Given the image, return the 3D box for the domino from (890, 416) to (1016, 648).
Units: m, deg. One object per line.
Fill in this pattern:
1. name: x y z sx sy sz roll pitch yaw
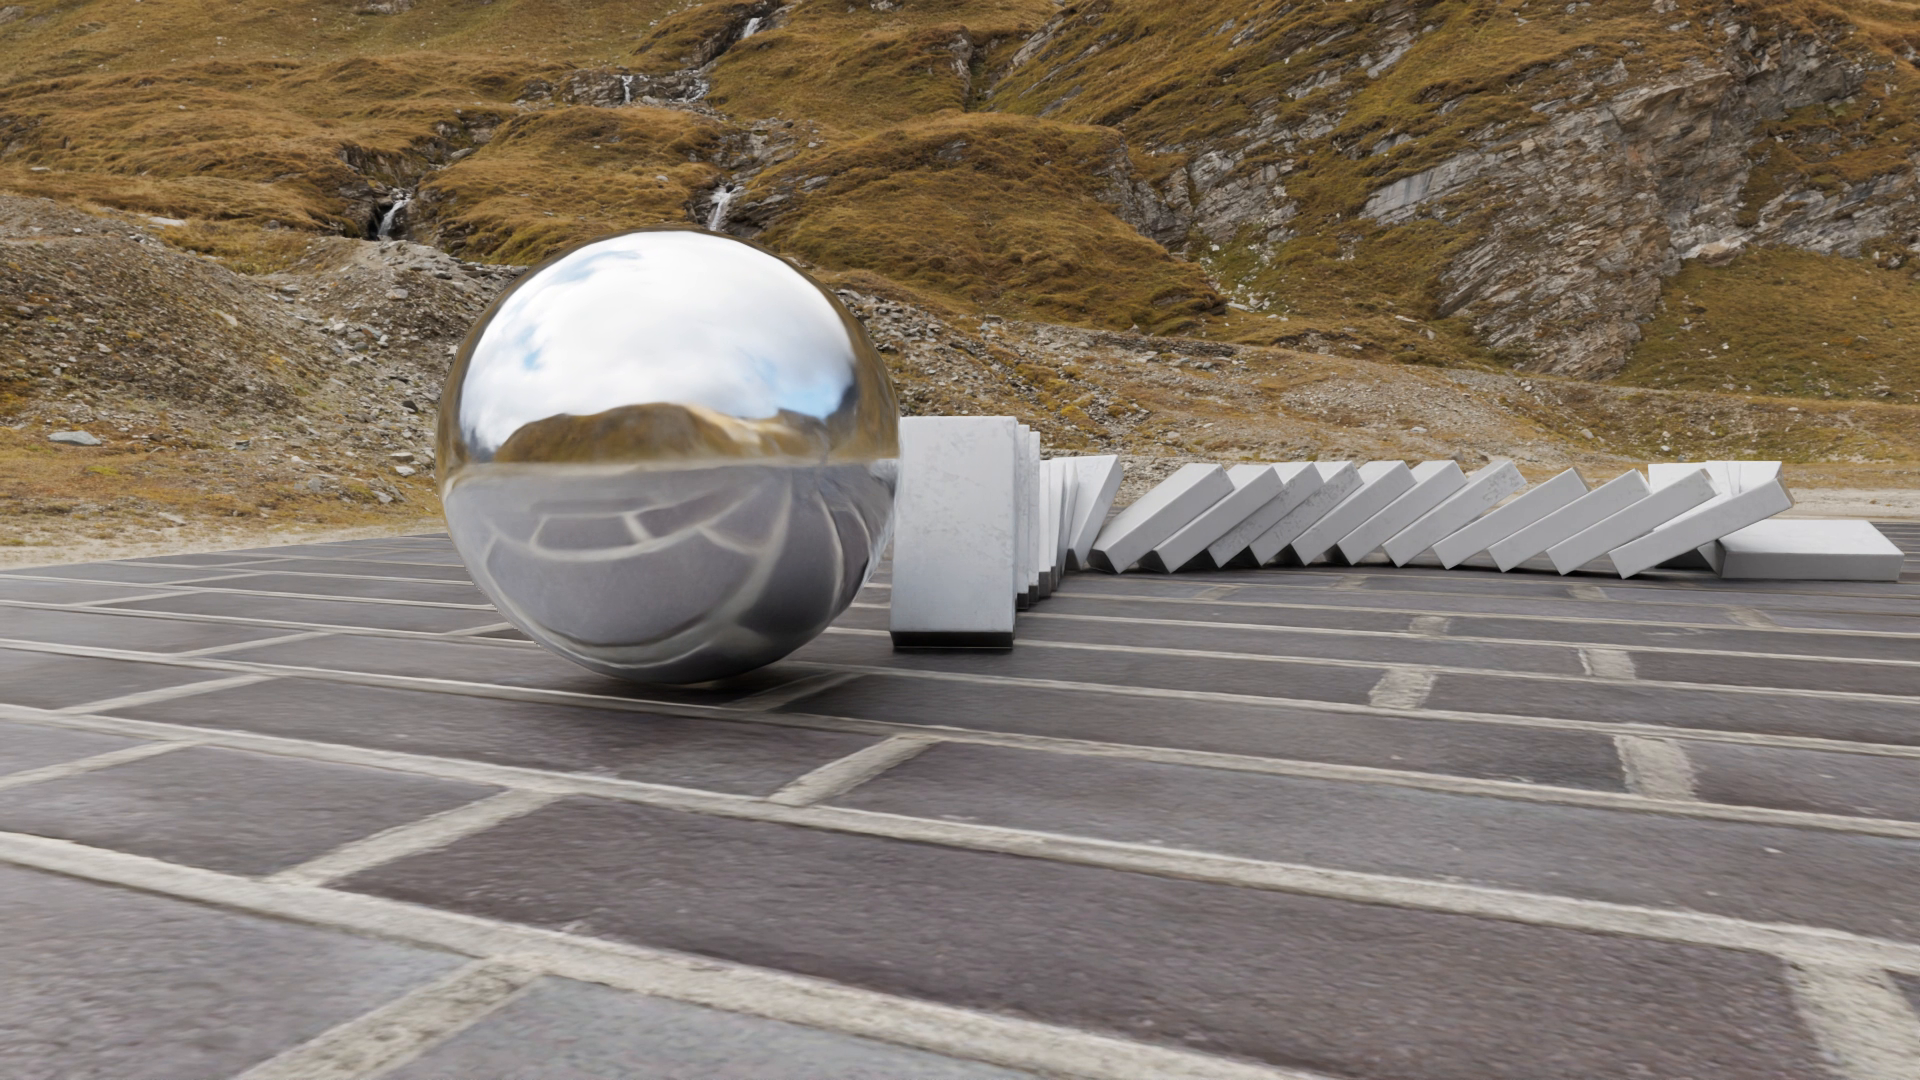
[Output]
1. domino: -0.001 -0.002 0.274 0.025 0.050 0.009 0 -24 3

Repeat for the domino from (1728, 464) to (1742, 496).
1. domino: 0.267 -0.010 0.464 0.025 0.009 0.050 3 38 32

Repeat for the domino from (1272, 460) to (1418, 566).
1. domino: 0.134 -0.010 0.454 0.050 0.009 0.025 -35 8 -7

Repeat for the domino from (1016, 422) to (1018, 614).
1. domino: 0.002 -0.006 0.328 0.025 0.050 0.009 0 -25 3

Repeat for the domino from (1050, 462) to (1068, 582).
1. domino: 0.020 -0.006 0.405 0.025 0.009 0.050 -1 39 9

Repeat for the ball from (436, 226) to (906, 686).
1. ball: -0.050 -0.015 0.227 0.080 0.080 0.080 0 4 0

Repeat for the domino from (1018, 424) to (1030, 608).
1. domino: 0.006 -0.007 0.340 0.025 0.050 0.009 0 -27 3

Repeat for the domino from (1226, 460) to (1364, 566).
1. domino: 0.115 -0.010 0.453 0.050 0.010 0.025 -36 13 -14

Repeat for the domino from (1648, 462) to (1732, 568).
1. domino: 0.257 -0.009 0.450 0.025 0.009 0.050 -1 36 25

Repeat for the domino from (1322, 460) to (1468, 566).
1. domino: 0.152 -0.010 0.455 0.050 0.009 0.025 -35 4 -1

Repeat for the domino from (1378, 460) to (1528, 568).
1. domino: 0.170 -0.009 0.447 0.050 0.009 0.025 -36 -4 12

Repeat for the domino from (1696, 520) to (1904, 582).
1. domino: 0.266 0.003 0.409 0.050 0.009 0.025 1 26 10

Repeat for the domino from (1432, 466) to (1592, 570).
1. domino: 0.186 -0.007 0.433 0.050 0.009 0.025 -34 -12 26

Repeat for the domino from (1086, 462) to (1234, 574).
1. domino: 0.066 -0.008 0.433 0.050 0.009 0.025 -36 13 -10

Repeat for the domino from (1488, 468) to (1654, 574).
1. domino: 0.201 -0.007 0.423 0.050 0.009 0.025 -34 -13 27

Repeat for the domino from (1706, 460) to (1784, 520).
1. domino: 0.285 -0.011 0.476 0.025 0.009 0.050 4 40 45

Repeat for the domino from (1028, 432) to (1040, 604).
1. domino: 0.009 -0.007 0.353 0.025 0.050 0.009 0 -32 4

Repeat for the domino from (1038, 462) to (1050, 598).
1. domino: 0.014 -0.004 0.371 0.025 0.009 0.050 0 40 4

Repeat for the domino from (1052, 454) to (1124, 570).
1. domino: 0.036 -0.010 0.439 0.025 0.009 0.050 -1 40 29

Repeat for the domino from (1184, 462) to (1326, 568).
1. domino: 0.100 -0.009 0.445 0.050 0.009 0.025 -36 13 -14

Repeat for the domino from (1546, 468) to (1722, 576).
1. domino: 0.216 -0.006 0.411 0.050 0.009 0.025 -35 -16 31

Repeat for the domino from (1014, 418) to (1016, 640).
1. domino: 0.000 -0.003 0.285 0.025 0.050 0.009 0 -24 3

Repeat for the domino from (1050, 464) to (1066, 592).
1. domino: 0.018 -0.005 0.388 0.025 0.009 0.050 1 39 8

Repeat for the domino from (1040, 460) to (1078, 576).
1. domino: 0.024 -0.008 0.423 0.025 0.010 0.050 -1 39 13

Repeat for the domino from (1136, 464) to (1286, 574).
1. domino: 0.083 -0.008 0.436 0.050 0.010 0.025 -35 12 -11

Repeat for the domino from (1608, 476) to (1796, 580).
1. domino: 0.231 -0.004 0.400 0.050 0.009 0.025 -32 -14 33
